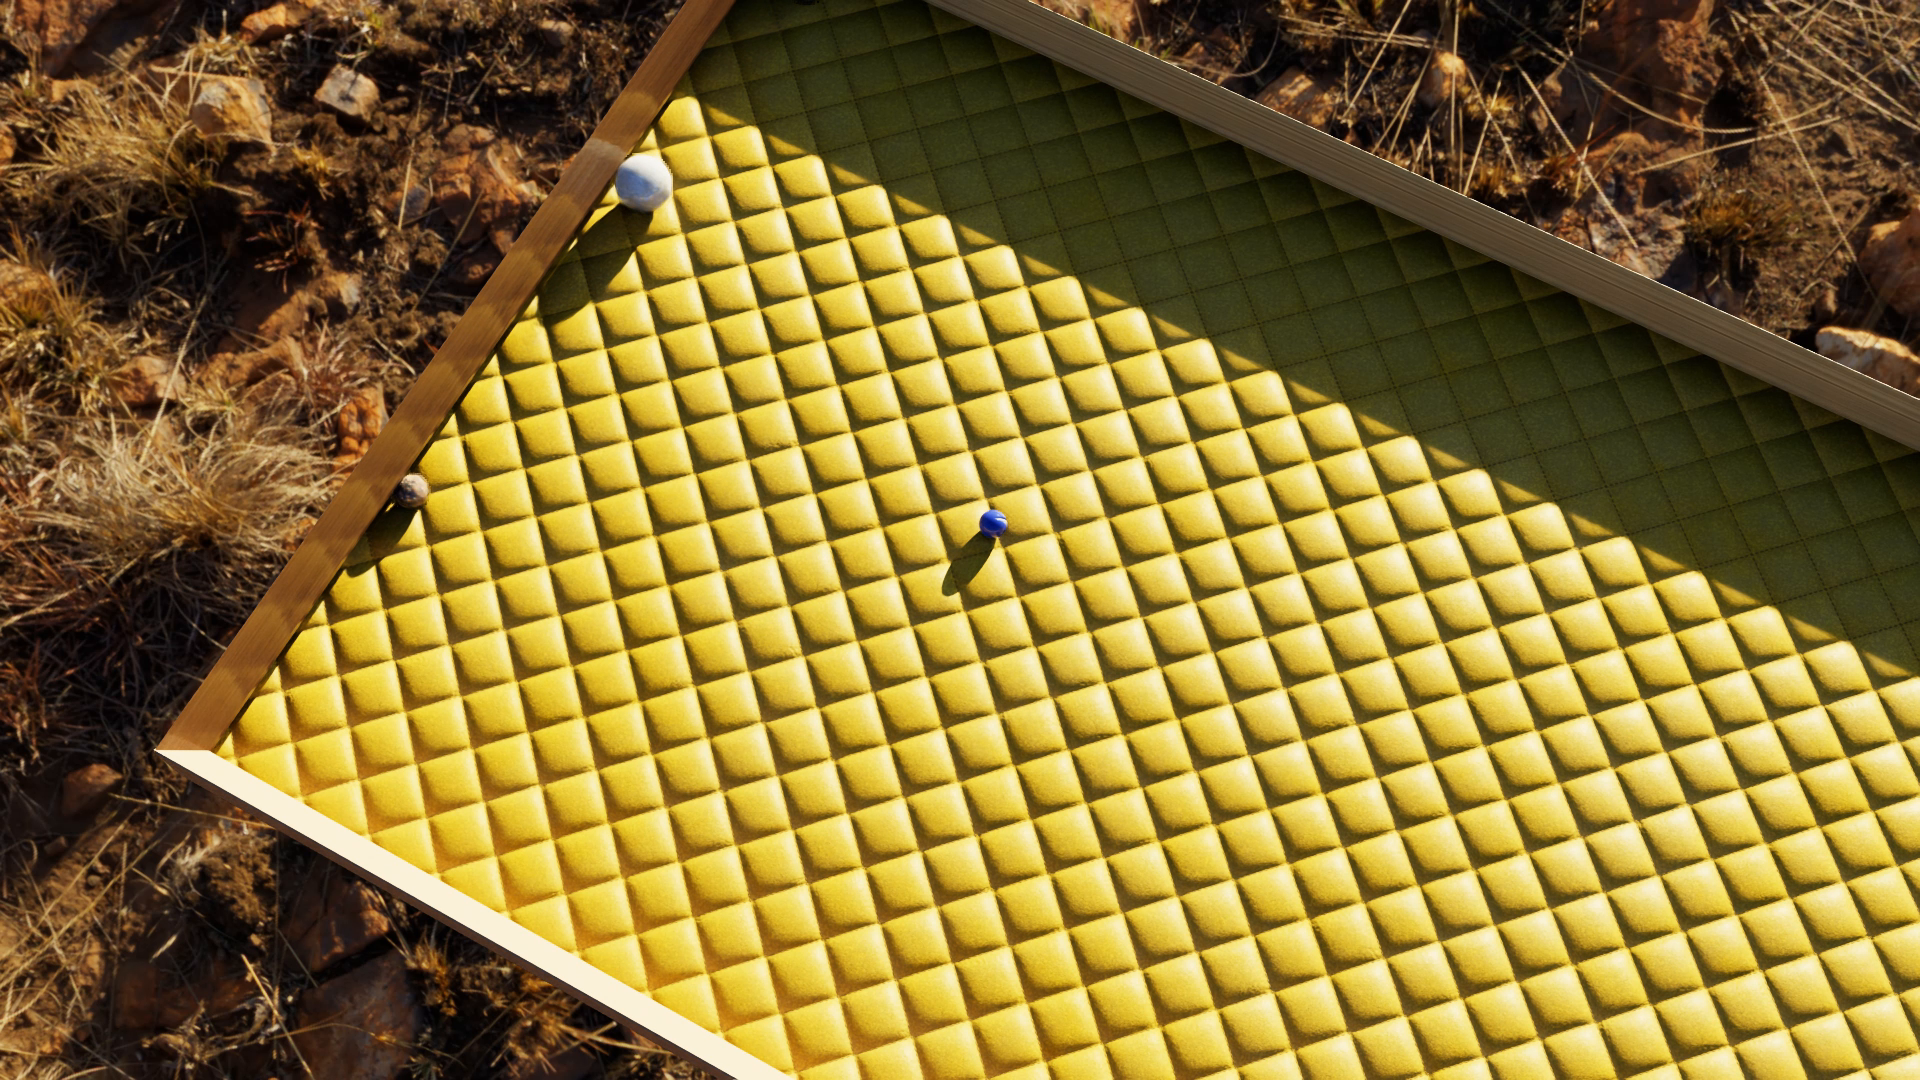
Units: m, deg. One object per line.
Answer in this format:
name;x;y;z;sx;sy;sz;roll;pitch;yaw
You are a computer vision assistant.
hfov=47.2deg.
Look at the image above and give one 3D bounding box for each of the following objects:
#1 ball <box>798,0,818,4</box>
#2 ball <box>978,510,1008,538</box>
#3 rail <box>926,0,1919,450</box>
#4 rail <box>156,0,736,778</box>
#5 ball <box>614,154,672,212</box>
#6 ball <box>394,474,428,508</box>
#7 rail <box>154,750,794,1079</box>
ball;-0.271;-0.998;3.899;0.090;0.090;0.090;0;68;0
ball;0.053;-0.026;3.521;0.046;0.046;0.046;0;68;0
rail;1.189;-0.343;3.608;3.495;0.126;0.045;27;70;10
rail;-0.747;-0.387;3.626;0.045;0.126;1.811;27;70;10
ball;-0.537;-0.604;3.732;0.097;0.097;0.097;0;68;0
ball;-0.883;-0.078;3.538;0.055;0.055;0.055;0;68;0
rail;0.348;1.089;3.017;3.495;0.126;0.045;27;70;10
